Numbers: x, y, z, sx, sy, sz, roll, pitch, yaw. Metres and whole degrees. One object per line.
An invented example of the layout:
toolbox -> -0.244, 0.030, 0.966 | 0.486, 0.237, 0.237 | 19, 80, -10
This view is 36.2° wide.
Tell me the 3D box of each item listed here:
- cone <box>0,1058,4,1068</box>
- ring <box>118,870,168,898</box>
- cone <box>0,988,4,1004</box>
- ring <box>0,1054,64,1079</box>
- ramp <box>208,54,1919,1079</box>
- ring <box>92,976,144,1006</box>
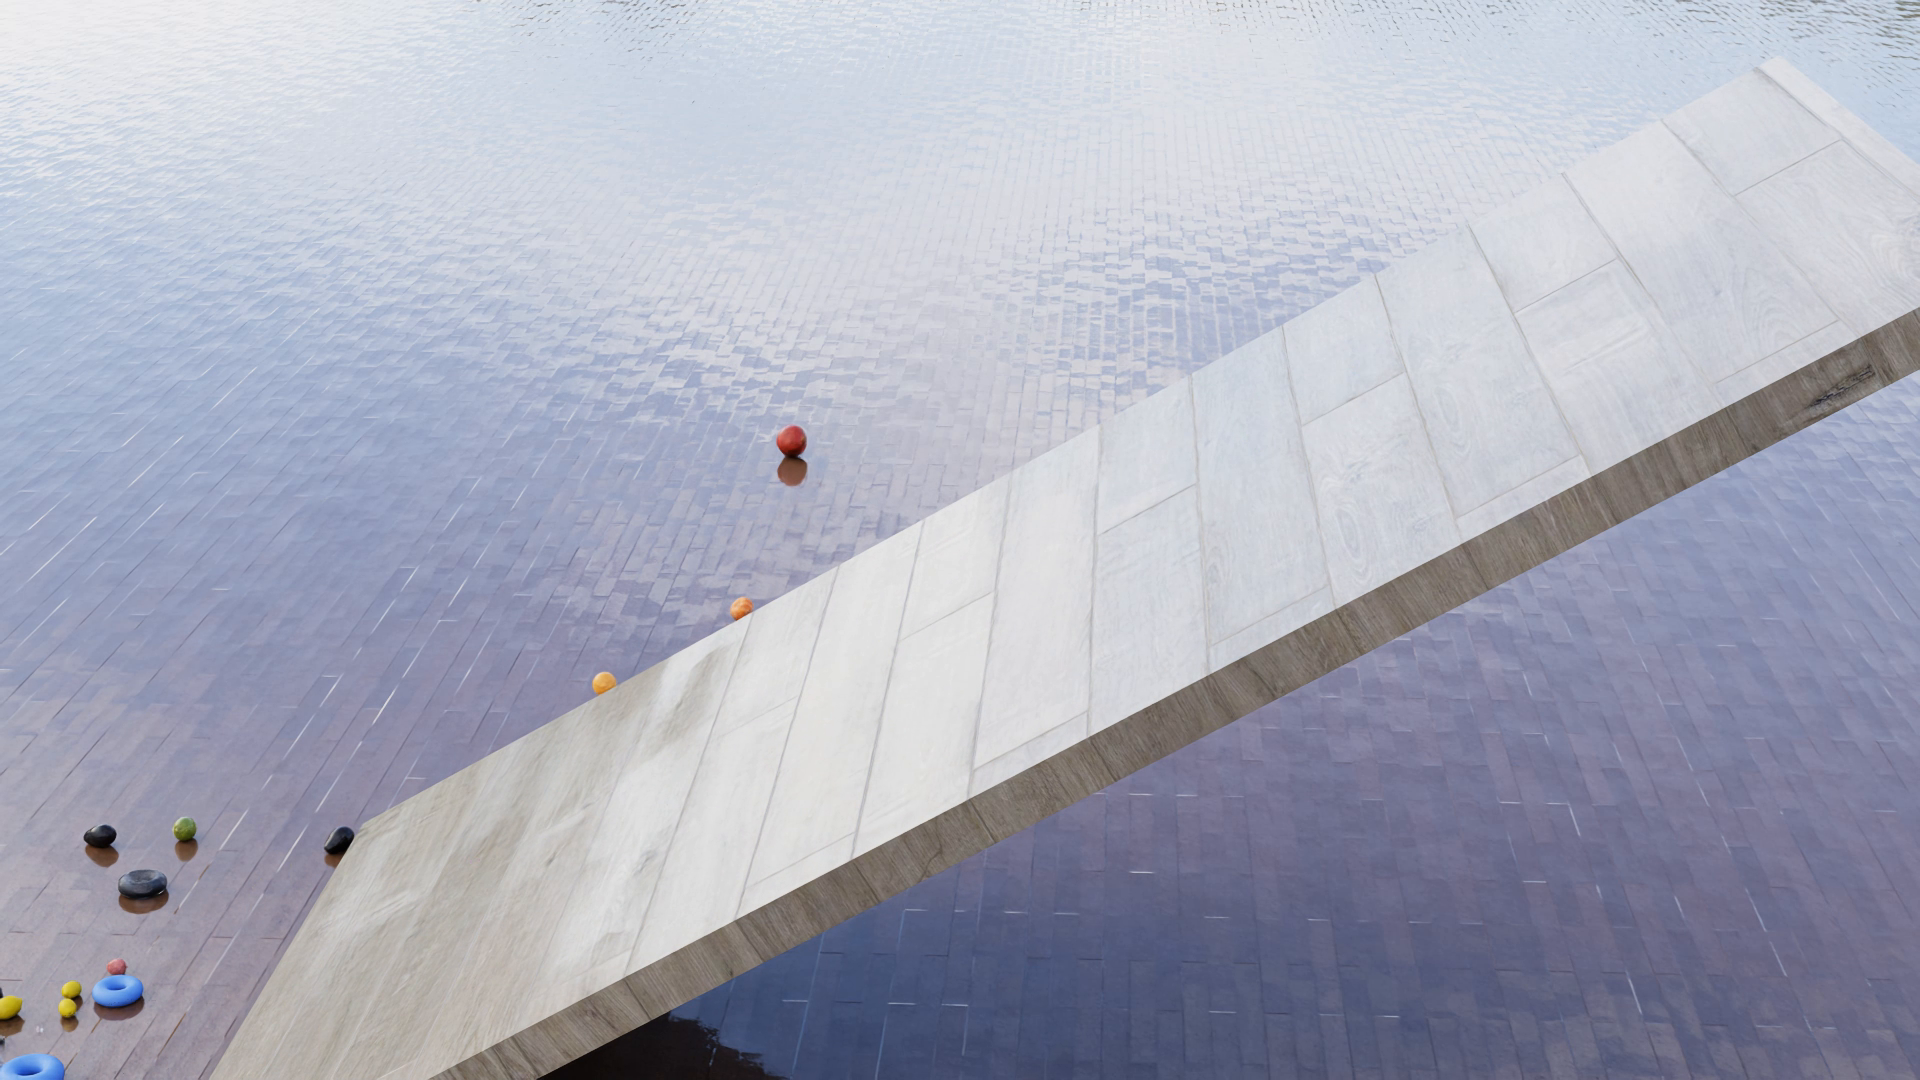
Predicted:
cone -> -2.182, 1.176, 6.545 | 0.078, 0.078, 0.078 | -33, 21, 1
ring -> -2.069, 0.870, 7.444 | 0.123, 0.041, 0.123 | 1, 18, 0
cone -> -2.286, 1.068, 6.871 | 0.071, 0.071, 0.071 | -20, 3, 40
ring -> -2.054, 1.184, 6.502 | 0.145, 0.048, 0.145 | 0, 20, 0
ramp -> 0.142, 0.168, 6.285 | 4.000, 0.100, 2.000 | -28, 15, 12
ring -> -1.974, 1.057, 6.894 | 0.116, 0.039, 0.116 | 1, 20, 0
